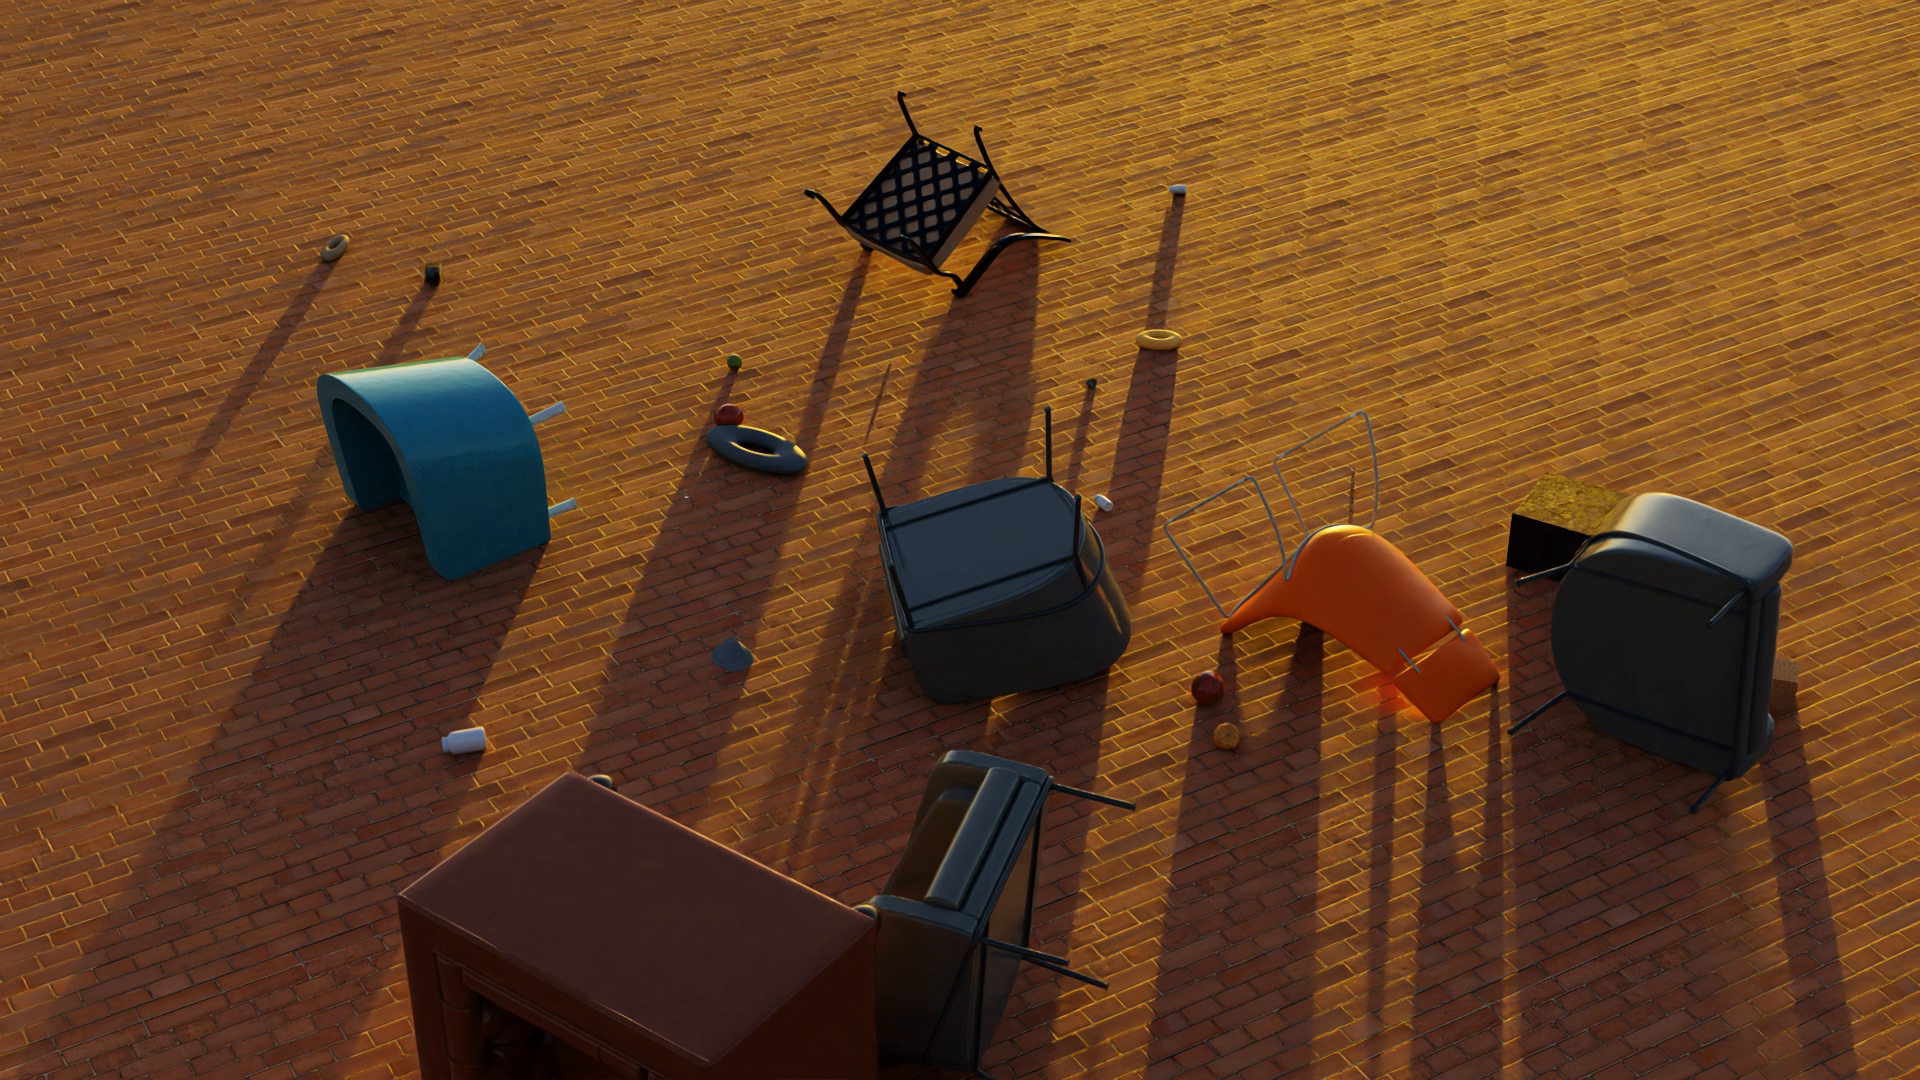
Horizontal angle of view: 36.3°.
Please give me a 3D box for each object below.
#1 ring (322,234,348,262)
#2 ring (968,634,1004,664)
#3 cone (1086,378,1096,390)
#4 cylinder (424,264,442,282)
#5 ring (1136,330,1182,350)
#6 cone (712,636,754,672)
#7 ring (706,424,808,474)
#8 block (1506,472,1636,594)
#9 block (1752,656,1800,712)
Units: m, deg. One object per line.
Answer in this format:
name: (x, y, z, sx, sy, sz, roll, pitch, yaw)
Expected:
ring: (-2.738, -1.280, 12.847, 0.089, 0.045, 0.221, 6, 33, 12)
ring: (0.089, 0.384, 10.327, 0.128, 0.039, 0.148, 7, 35, 11)
cone: (0.540, -0.623, 11.875, 0.049, 0.034, 0.049, -10, 54, -18)
cylinder: (-2.269, -1.150, 12.628, 0.061, 0.062, 0.116, -5, 19, -3)
ring: (0.826, -0.830, 12.160, 0.196, 0.049, 0.112, 1, 34, 1)
cone: (-0.800, 0.374, 10.295, 0.143, 0.090, 0.179, -14, 36, -20)
ring: (-0.792, -0.353, 11.423, 0.470, 0.065, 0.223, 21, 39, 27)
block: (2.248, -0.032, 10.782, 0.353, 0.231, 0.334, 18, 37, 25)
block: (2.805, 0.494, 10.084, 0.139, 0.123, 0.125, 9, 35, 14)
